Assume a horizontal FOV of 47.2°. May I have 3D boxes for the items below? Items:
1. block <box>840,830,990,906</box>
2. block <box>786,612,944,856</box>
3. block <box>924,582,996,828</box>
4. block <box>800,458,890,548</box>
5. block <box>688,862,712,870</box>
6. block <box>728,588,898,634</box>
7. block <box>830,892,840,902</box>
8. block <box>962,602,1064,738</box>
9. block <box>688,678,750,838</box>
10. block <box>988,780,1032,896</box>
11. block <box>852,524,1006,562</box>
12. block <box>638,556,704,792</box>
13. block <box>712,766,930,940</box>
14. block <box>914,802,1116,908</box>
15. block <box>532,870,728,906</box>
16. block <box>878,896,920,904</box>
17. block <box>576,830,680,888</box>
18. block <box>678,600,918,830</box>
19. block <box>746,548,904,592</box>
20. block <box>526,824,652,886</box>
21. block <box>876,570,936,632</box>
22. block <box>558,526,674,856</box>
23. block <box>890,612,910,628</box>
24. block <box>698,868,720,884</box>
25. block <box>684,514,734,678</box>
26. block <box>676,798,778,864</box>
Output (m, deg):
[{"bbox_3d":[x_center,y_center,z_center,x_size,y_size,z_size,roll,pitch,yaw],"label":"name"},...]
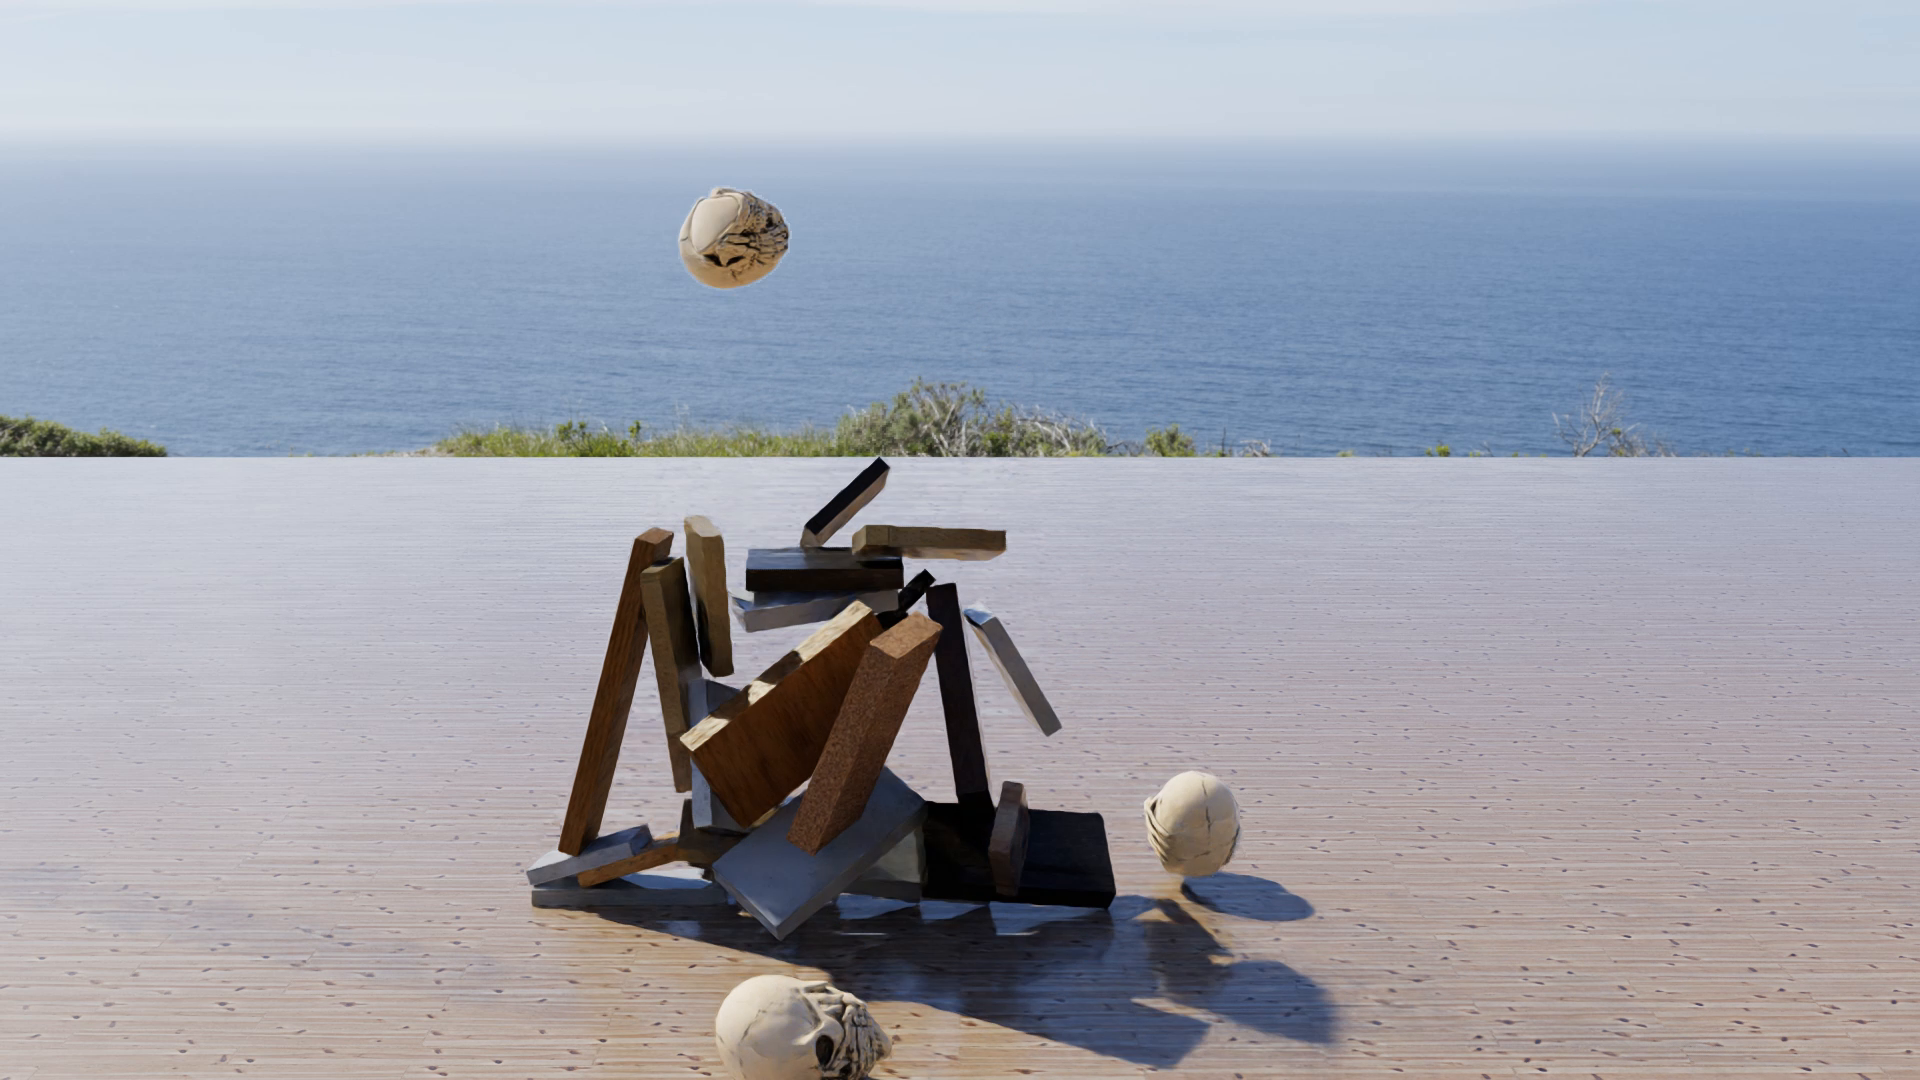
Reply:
[{"bbox_3d":[-0.104,0.507,3.598,0.316,0.045,0.158,8,44,-20],"label":"block"},{"bbox_3d":[-0.144,0.293,3.337,0.050,0.356,0.178,29,22,13],"label":"block"},{"bbox_3d":[0.002,0.269,3.573,0.050,0.356,0.178,-10,-25,2],"label":"block"},{"bbox_3d":[-0.194,-0.056,3.703,0.181,0.026,0.090,-44,-10,-22],"label":"block"},{"bbox_3d":[-0.392,0.531,3.637,0.111,0.016,0.055,10,12,-4],"label":"block"},{"bbox_3d":[-0.238,0.097,3.562,0.251,0.036,0.126,-8,17,-15],"label":"block"},{"bbox_3d":[-0.294,0.522,3.632,0.208,0.029,0.104,18,40,-12],"label":"block"},{"bbox_3d":[0.087,0.215,3.673,0.032,0.229,0.114,-33,17,-7],"label":"block"},{"bbox_3d":[-0.387,0.350,3.529,0.034,0.237,0.118,-12,-18,23],"label":"block"},{"bbox_3d":[0.079,0.467,3.427,0.032,0.114,0.229,10,-23,9],"label":"block"},{"bbox_3d":[-0.051,0.005,3.533,0.229,0.032,0.114,2,-9,-13],"label":"block"},{"bbox_3d":[-0.451,0.214,3.532,0.034,0.360,0.118,-6,11,13],"label":"block"},{"bbox_3d":[-0.220,0.477,3.487,0.316,0.045,0.158,-38,57,-24],"label":"block"},{"bbox_3d":[0.088,0.515,3.597,0.316,0.045,0.158,6,45,-15],"label":"block"},{"bbox_3d":[-0.547,0.578,3.660,0.315,0.027,0.095,0,10,-2],"label":"block"},{"bbox_3d":[-0.163,0.533,3.631,0.208,0.029,0.104,12,42,-9],"label":"block"},{"bbox_3d":[-0.531,0.524,3.640,0.189,0.027,0.094,-17,7,11],"label":"block"},{"bbox_3d":[-0.250,0.274,3.463,0.356,0.178,0.050,-38,34,-15],"label":"block"},{"bbox_3d":[-0.220,0.046,3.578,0.251,0.036,0.126,-1,16,-4],"label":"block"},{"bbox_3d":[-0.614,0.522,3.649,0.189,0.027,0.094,-17,7,14],"label":"block"},{"bbox_3d":[-0.164,0.173,3.605,0.318,0.026,0.090,-46,2,-13],"label":"block"},{"bbox_3d":[-0.564,0.248,3.608,0.036,0.540,0.126,16,10,3],"label":"block"},{"bbox_3d":[-0.138,0.204,3.710,0.026,0.181,0.090,39,-7,13],"label":"block"},{"bbox_3d":[-0.380,0.561,3.652,0.111,0.016,0.055,22,8,-19],"label":"block"},{"bbox_3d":[-0.403,0.089,3.529,0.034,0.237,0.118,-9,20,-19],"label":"block"},{"bbox_3d":[-0.352,0.483,3.577,0.208,0.029,0.104,8,43,-7],"label":"block"}]
